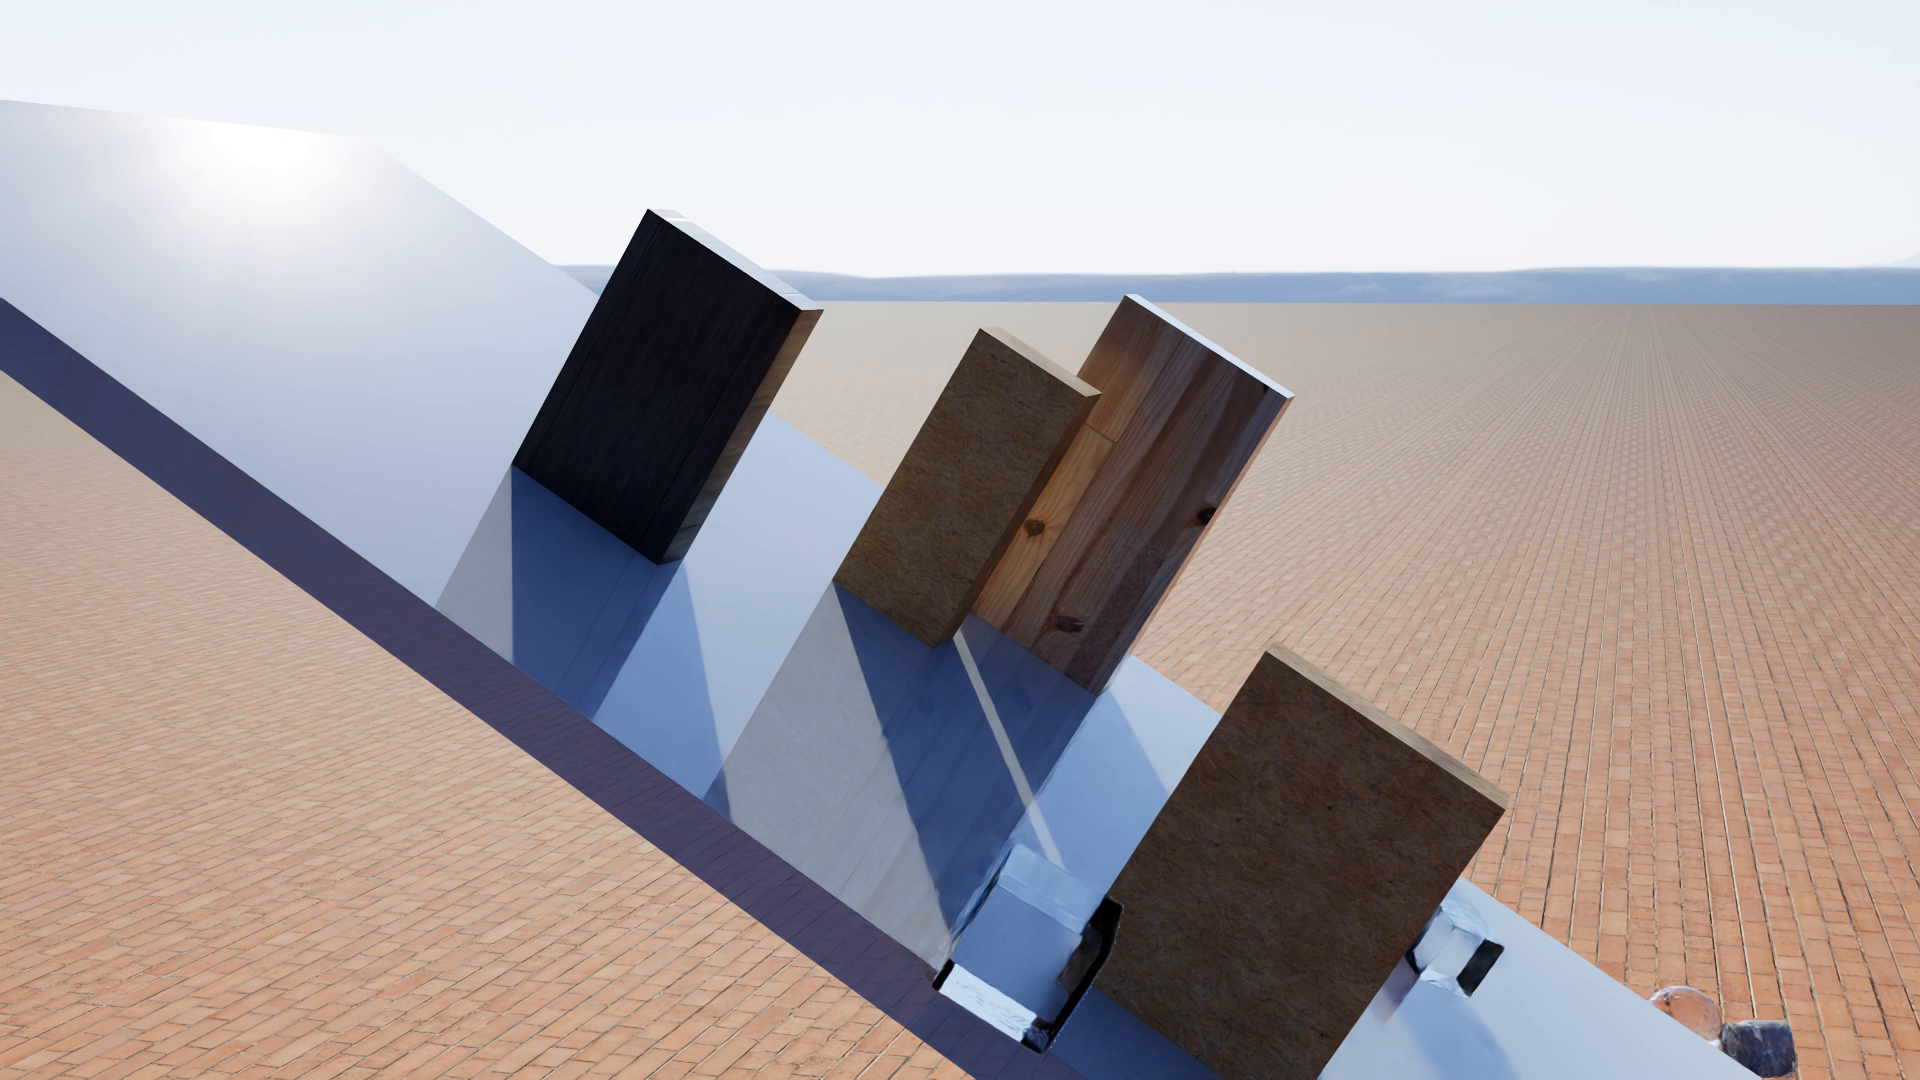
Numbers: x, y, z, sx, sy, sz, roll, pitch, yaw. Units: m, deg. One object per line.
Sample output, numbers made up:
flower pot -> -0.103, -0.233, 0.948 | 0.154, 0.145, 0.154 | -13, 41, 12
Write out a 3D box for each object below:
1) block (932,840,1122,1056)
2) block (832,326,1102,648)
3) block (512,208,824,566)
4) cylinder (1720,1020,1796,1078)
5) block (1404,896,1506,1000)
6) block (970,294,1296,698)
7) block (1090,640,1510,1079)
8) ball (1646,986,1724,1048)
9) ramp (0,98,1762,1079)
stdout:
block -> 0.096, 0.566, 3.069 | 0.179, 0.179, 0.179 | 32, 15, 3
block -> 0.012, -0.103, 4.294 | 0.244, 0.581, 0.132 | 34, 15, 11
block -> -0.521, -0.271, 3.899 | 0.334, 0.529, 0.110 | 34, 15, 11
cylinder -> 1.805, 1.152, 4.976 | 0.128, 0.128, 0.128 | -4, 7, 4
block -> 0.925, 0.765, 4.159 | 0.124, 0.124, 0.124 | 25, 16, -22
block -> 0.326, -0.091, 4.568 | 0.391, 0.737, 0.109 | 34, 15, 11
block -> 0.472, 0.502, 3.238 | 0.401, 0.576, 0.096 | 34, 15, 11
ball -> 1.687, 1.138, 5.143 | 0.188, 0.188, 0.188 | 0, 7, 0
ramp -> -0.158, 0.261, 4.115 | 4.000, 0.100, 2.000 | 34, 15, 11
